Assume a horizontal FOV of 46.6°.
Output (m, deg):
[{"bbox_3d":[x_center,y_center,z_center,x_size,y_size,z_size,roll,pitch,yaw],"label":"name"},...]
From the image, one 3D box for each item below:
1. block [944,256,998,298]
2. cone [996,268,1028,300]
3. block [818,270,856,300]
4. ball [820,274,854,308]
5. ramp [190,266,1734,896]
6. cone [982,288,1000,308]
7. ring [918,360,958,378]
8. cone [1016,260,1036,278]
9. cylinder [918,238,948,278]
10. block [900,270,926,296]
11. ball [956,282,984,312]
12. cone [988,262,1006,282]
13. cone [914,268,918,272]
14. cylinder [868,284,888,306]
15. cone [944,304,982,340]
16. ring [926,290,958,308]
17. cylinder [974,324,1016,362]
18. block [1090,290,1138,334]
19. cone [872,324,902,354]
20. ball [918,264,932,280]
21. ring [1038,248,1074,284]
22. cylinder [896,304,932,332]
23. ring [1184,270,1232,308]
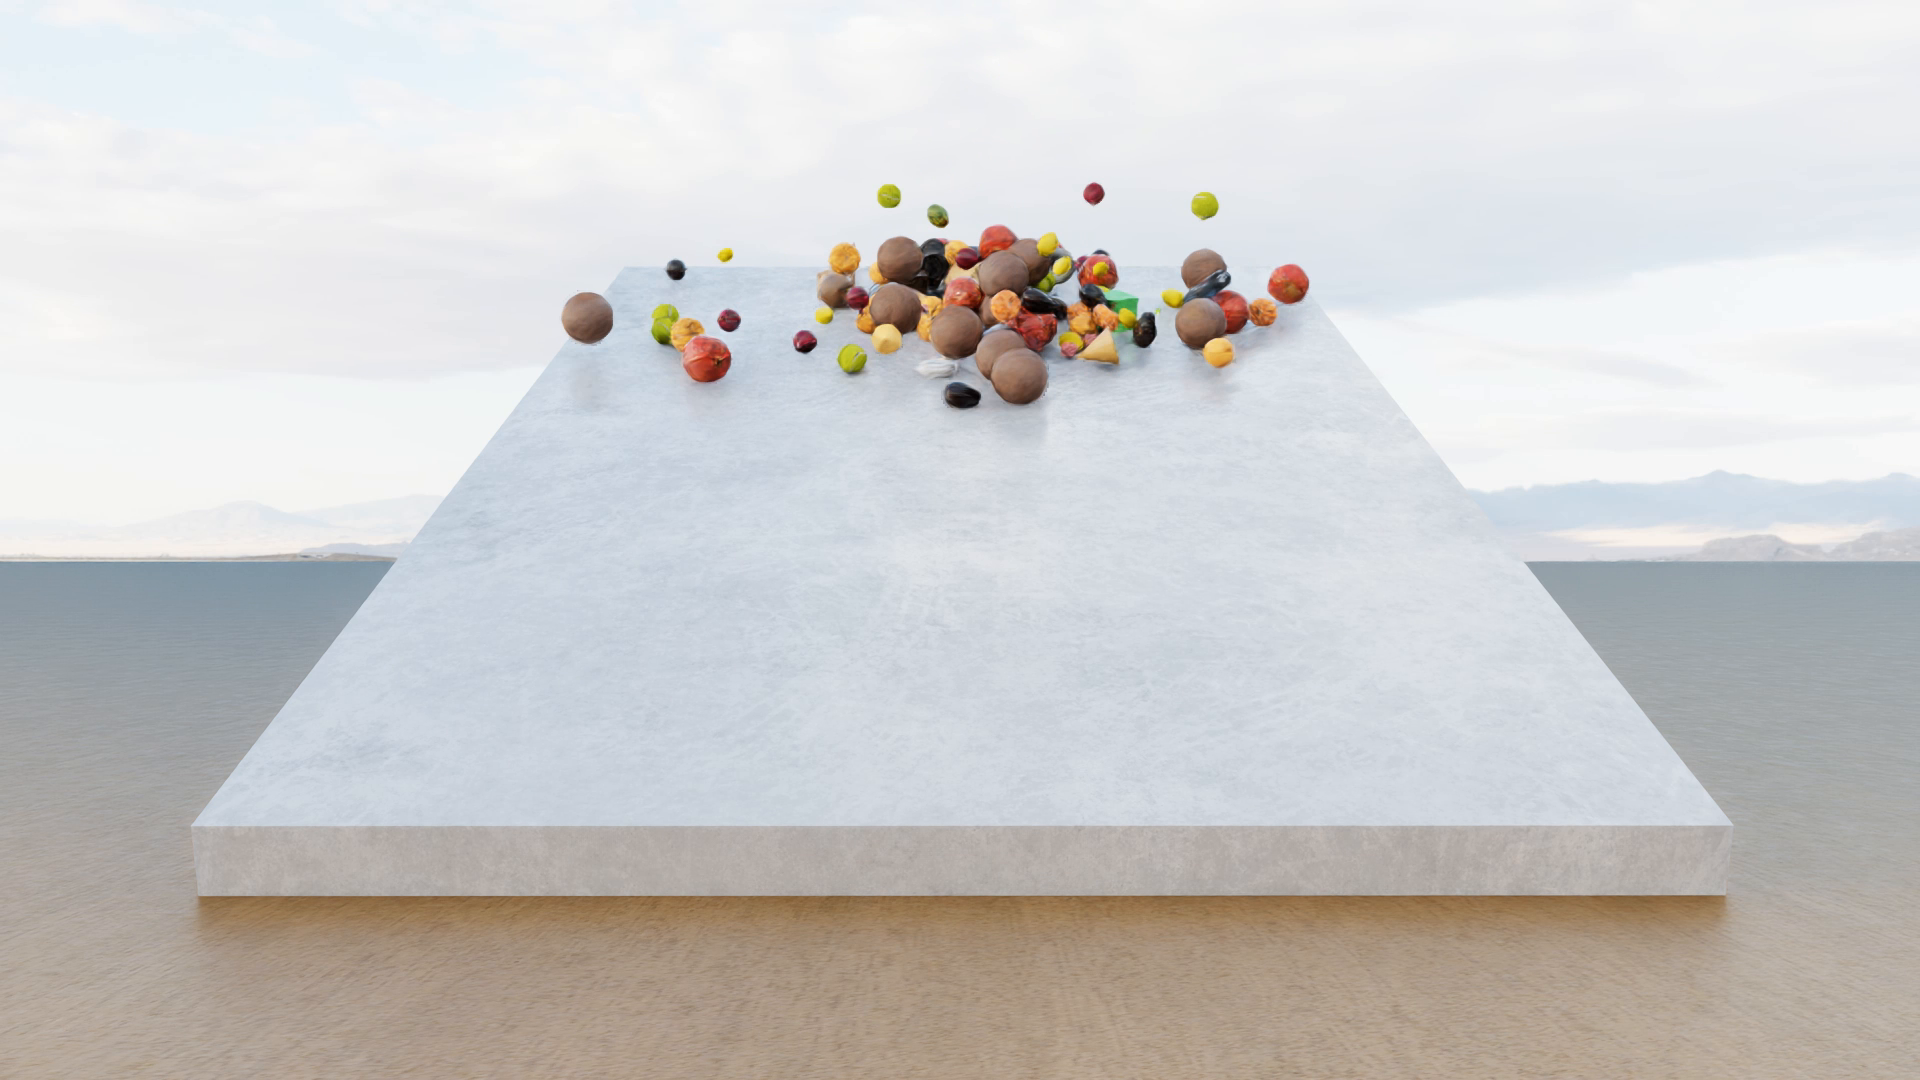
[{"bbox_3d":[0.028,-0.716,6.146,0.087,0.087,0.087,27,-7,45],"label":"block"},{"bbox_3d":[0.127,-0.697,6.237,0.090,0.090,0.090,-35,10,-15],"label":"cone"},{"bbox_3d":[-0.346,-0.710,6.215,0.076,0.076,0.076,9,20,27],"label":"block"},{"bbox_3d":[-0.336,-0.680,6.086,0.097,0.097,0.097,0,0,0],"label":"ball"},{"bbox_3d":[-0.003,-0.178,4.811,2.000,0.100,4.000,0,17,0],"label":"ramp"},{"bbox_3d":[0.083,-0.667,6.119,0.054,0.054,0.054,0,17,0],"label":"cone"},{"bbox_3d":[-0.053,-0.410,5.332,0.098,0.033,0.098,1,17,0],"label":"ring"},{"bbox_3d":[0.183,-0.788,6.505,0.054,0.054,0.054,-23,14,-39],"label":"cone"},{"bbox_3d":[-0.075,-0.798,6.308,0.080,0.080,0.080,0,40,-5],"label":"cylinder"},{"bbox_3d":[-0.129,-0.712,6.232,0.069,0.069,0.069,-2,18,-3],"label":"block"},{"bbox_3d":[0.029,-0.660,6.055,0.078,0.078,0.078,0,0,0],"label":"ball"},{"bbox_3d":[0.094,-0.762,6.434,0.061,0.061,0.061,0,26,34],"label":"cone"},{"bbox_3d":[-0.143,-0.740,6.391,0.061,0.061,0.061,-21,-8,19],"label":"cone"},{"bbox_3d":[-0.224,-0.676,6.139,0.054,0.054,0.054,0,13,-5],"label":"cylinder"},{"bbox_3d":[0.018,-0.559,5.737,0.092,0.092,0.092,4,-2,-26],"label":"cone"},{"bbox_3d":[-0.045,-0.661,6.125,0.102,0.034,0.102,6,17,-2],"label":"ring"},{"bbox_3d":[0.086,-0.485,5.470,0.073,0.073,0.073,-32,19,-34],"label":"cylinder"},{"bbox_3d":[0.404,-0.599,5.837,0.087,0.087,0.087,-11,24,-32],"label":"block"},{"bbox_3d":[-0.176,-0.478,5.295,0.072,0.072,0.072,0,5,2],"label":"cone"},{"bbox_3d":[-0.092,-0.791,6.502,0.060,0.060,0.060,0,0,0],"label":"ball"},{"bbox_3d":[0.275,-0.784,6.369,0.109,0.109,0.036,0,-19,19],"label":"ring"},{"bbox_3d":[-0.122,-0.580,5.813,0.070,0.070,0.070,0,0,-25],"label":"cylinder"},{"bbox_3d":[0.640,-0.649,5.767,0.143,0.048,0.143,-35,1,1],"label":"ring"}]
